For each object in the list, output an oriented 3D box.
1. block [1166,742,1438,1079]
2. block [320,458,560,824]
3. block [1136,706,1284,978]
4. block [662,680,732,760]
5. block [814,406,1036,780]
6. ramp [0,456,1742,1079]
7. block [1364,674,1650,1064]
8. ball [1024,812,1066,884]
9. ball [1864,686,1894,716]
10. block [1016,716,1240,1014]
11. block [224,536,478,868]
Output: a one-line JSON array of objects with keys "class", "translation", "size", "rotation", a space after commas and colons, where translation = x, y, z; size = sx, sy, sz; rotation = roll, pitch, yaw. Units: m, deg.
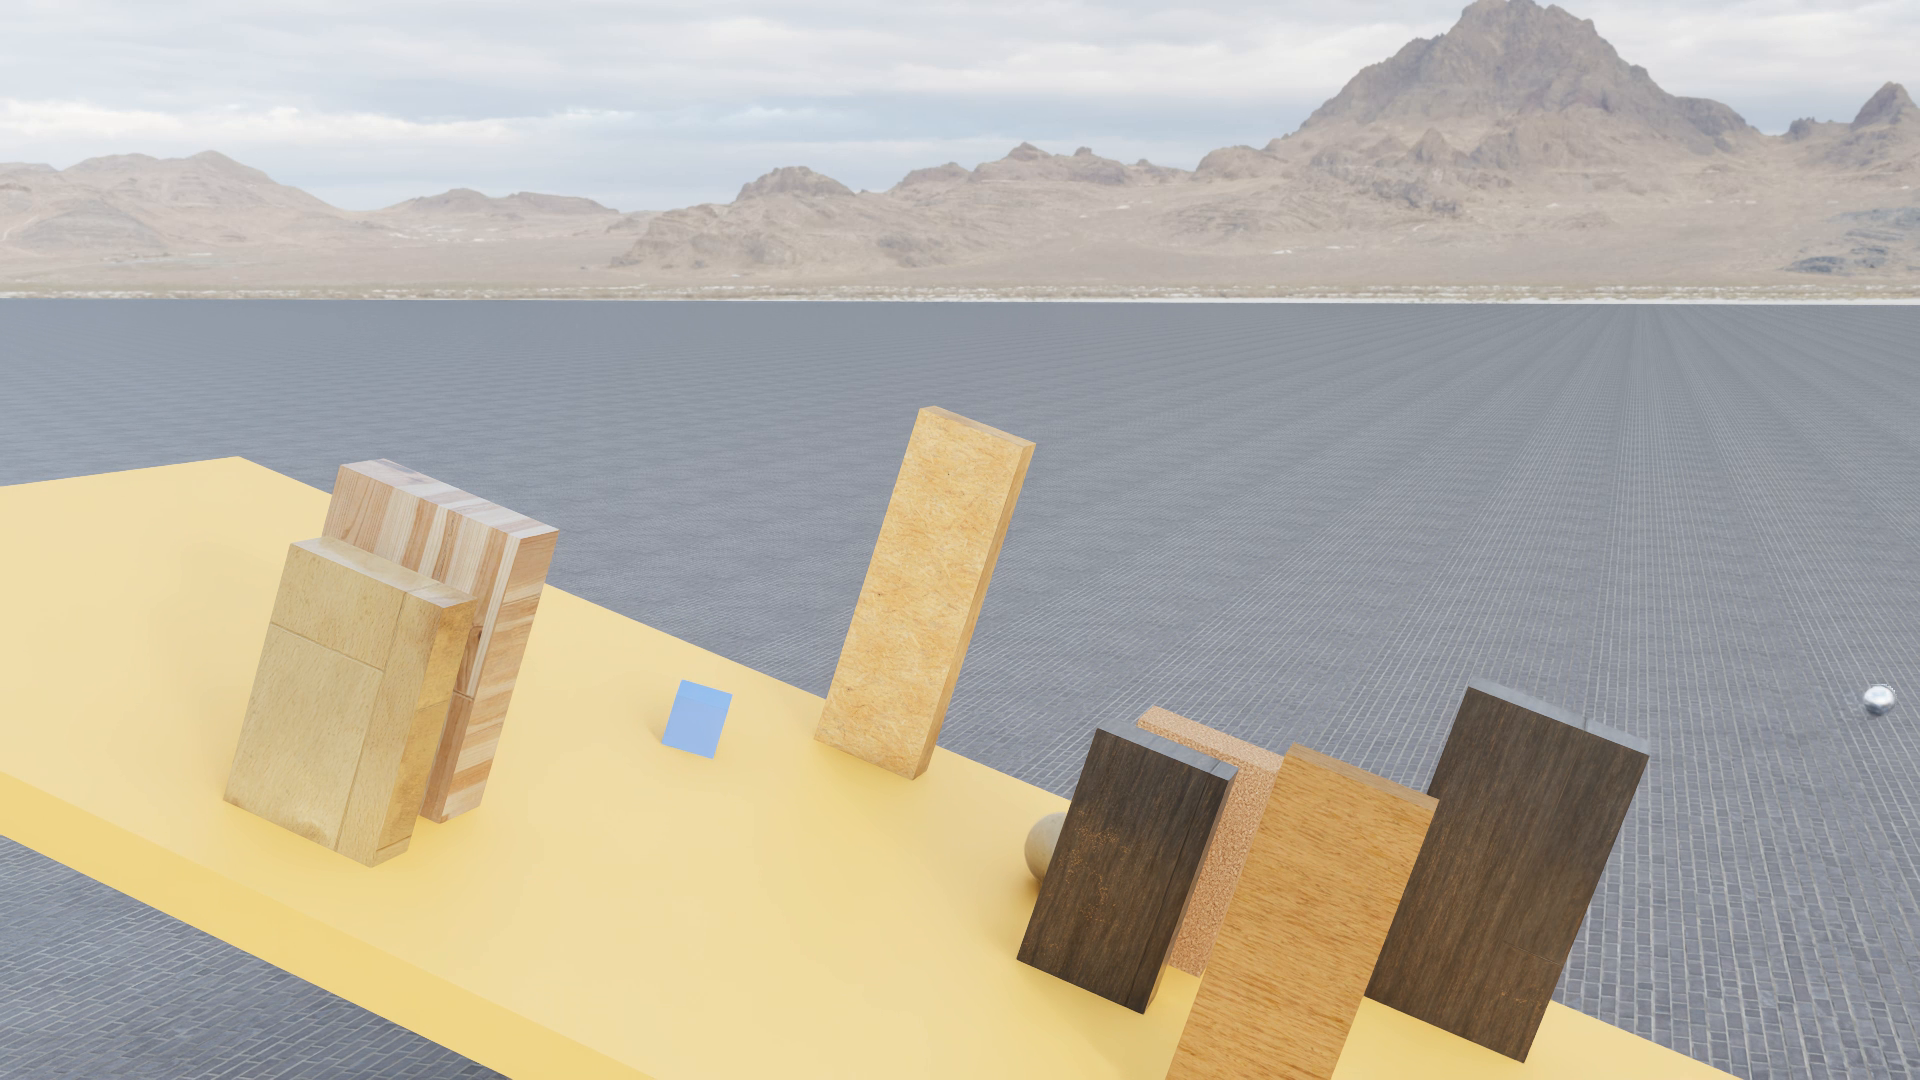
[{"class": "block", "translation": [0.545, 0.681, 3.585], "size": [0.248, 0.651, 0.086], "rotation": [21, 12, 14]}, {"class": "block", "translation": [-0.971, 0.175, 3.891], "size": [0.366, 0.536, 0.141], "rotation": [21, 12, 14]}, {"class": "block", "translation": [0.426, 0.591, 4.329], "size": [0.281, 0.439, 0.141], "rotation": [21, 12, 14]}, {"class": "block", "translation": [-0.553, 0.376, 4.629], "size": [0.112, 0.112, 0.112], "rotation": [17, 12, -5]}, {"class": "block", "translation": [-0.081, 0.118, 4.861], "size": [0.246, 0.787, 0.105], "rotation": [21, 12, 14]}, {"class": "ramp", "translation": [-0.348, 0.649, 4.220], "size": [4.000, 0.100, 2.000], "rotation": [21, 12, 14]}, {"class": "block", "translation": [1.083, 0.659, 4.424], "size": [0.365, 0.676, 0.136], "rotation": [21, 12, 14]}, {"class": "ball", "translation": [0.210, 0.636, 4.488], "size": [0.157, 0.157, 0.157], "rotation": [0, 7, 0]}, {"class": "ball", "translation": [3.866, 0.677, 9.250], "size": [0.124, 0.124, 0.124], "rotation": [0, 7, 0]}, {"class": "block", "translation": [0.307, 0.597, 4.046], "size": [0.255, 0.471, 0.109], "rotation": [21, 12, 14]}, {"class": "block", "translation": [-1.005, 0.264, 3.623], "size": [0.293, 0.460, 0.111], "rotation": [21, 12, 14]}]
